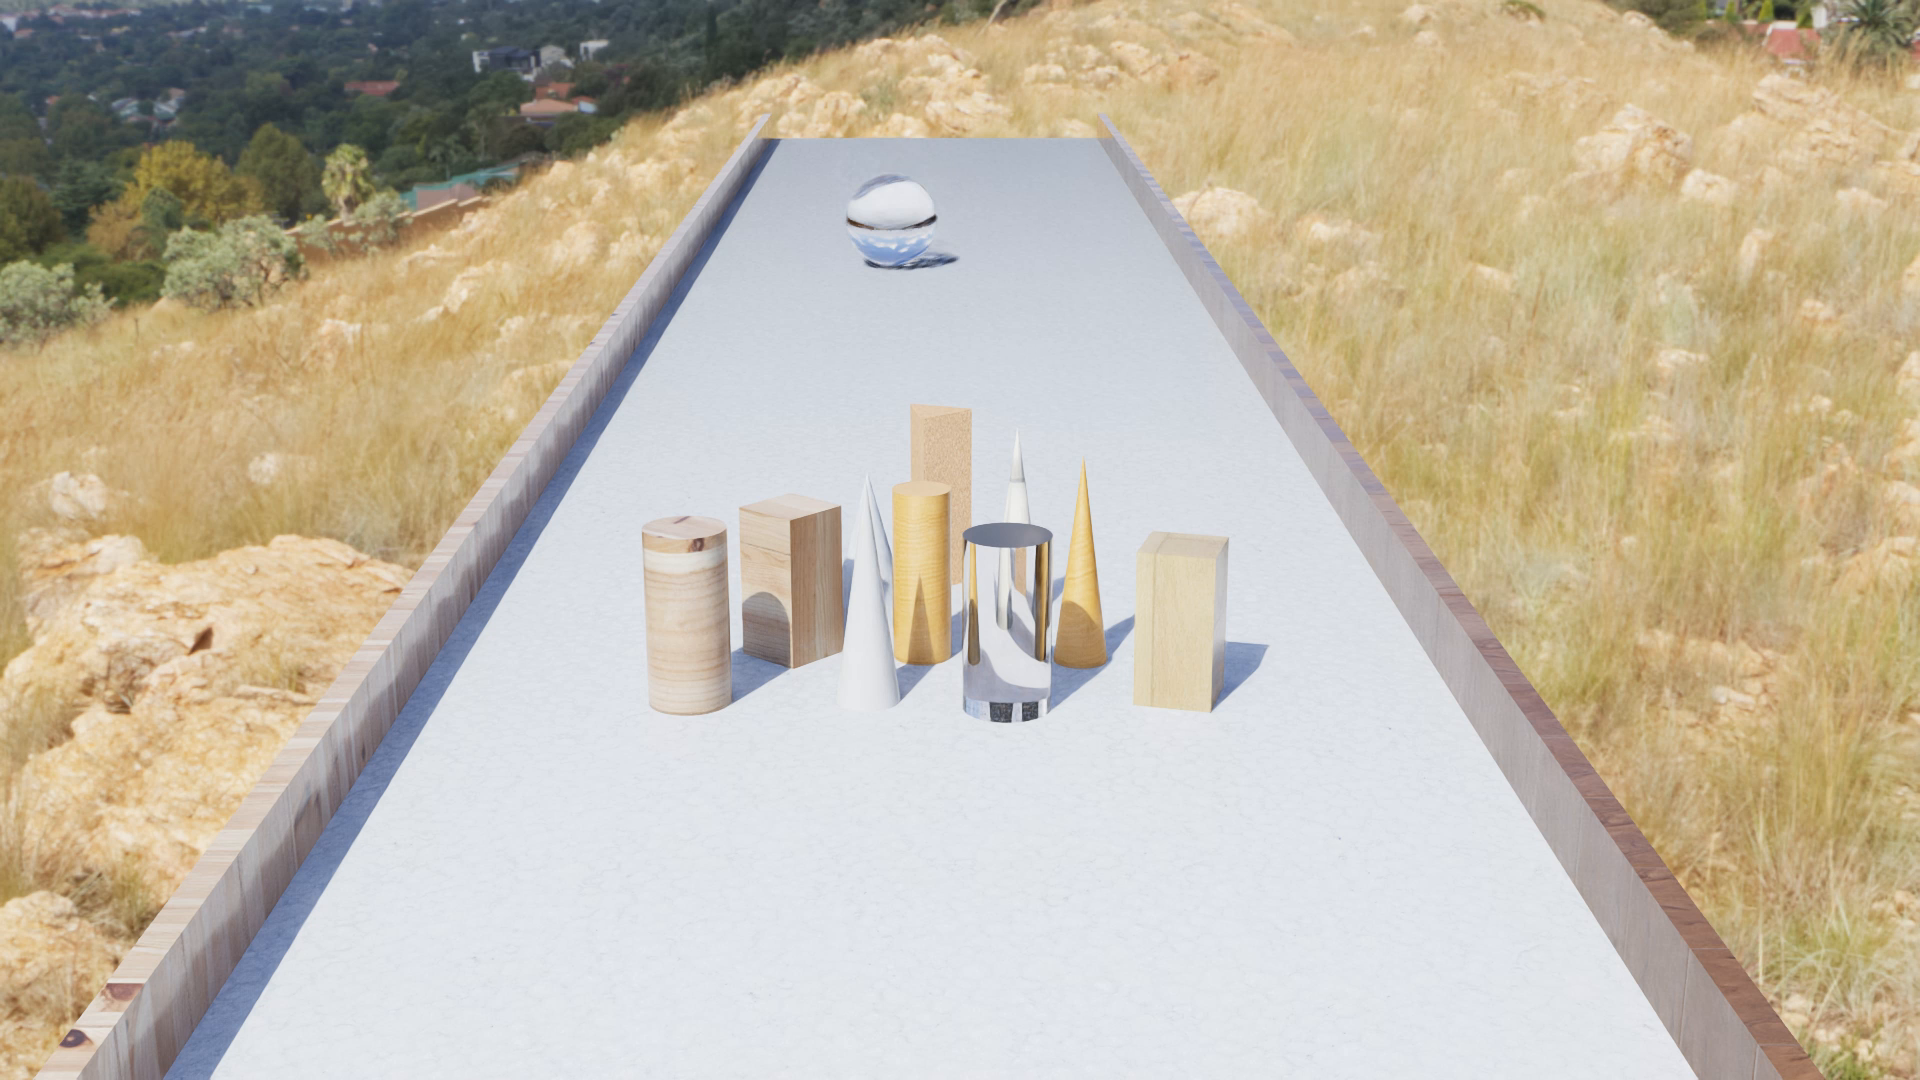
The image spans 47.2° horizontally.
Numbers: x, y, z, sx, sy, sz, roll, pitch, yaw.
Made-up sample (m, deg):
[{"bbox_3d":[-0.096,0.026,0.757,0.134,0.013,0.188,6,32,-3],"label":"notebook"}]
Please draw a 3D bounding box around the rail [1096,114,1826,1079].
[{"bbox_3d":[0.932,-0.844,7.801,0.050,0.150,12.000,0,17,-1],"label":"rail"}]

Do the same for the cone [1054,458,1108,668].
[{"bbox_3d":[0.242,0.035,4.358,0.109,0.427,0.109,0,17,0],"label":"cone"}]

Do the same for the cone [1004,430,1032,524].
[{"bbox_3d":[0.121,-0.042,4.647,0.116,0.411,0.116,0,17,0],"label":"cone"}]

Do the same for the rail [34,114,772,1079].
[{"bbox_3d":[-1.118,-0.838,7.780,0.050,0.150,12.000,0,17,-1],"label":"rail"}]

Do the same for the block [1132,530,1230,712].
[{"bbox_3d":[0.420,0.154,4.179,0.149,0.303,0.149,5,17,15],"label":"block"}]

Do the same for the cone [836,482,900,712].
[{"bbox_3d":[-0.175,0.095,4.137,0.123,0.439,0.123,0,17,0],"label":"cone"}]

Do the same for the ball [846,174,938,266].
[{"bbox_3d":[-0.278,-1.299,8.941,0.373,0.373,0.373,0,17,0],"label":"ball"}]

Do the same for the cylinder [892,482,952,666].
[{"bbox_3d":[-0.076,0.066,4.392,0.118,0.349,0.118,0,17,0],"label":"cylinder"}]

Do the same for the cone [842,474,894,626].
[{"bbox_3d":[-0.193,0.010,4.638,0.172,0.317,0.172,0,17,0],"label":"cone"}]

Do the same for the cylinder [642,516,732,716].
[{"bbox_3d":[-0.514,0.142,4.145,0.158,0.345,0.158,0,17,0],"label":"cylinder"}]

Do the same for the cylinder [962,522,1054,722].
[{"bbox_3d":[0.088,0.153,4.116,0.168,0.339,0.168,0,17,0],"label":"cylinder"}]

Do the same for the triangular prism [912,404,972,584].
[{"bbox_3d":[-0.068,-0.099,4.872,0.141,0.392,0.122,-13,21,-38],"label":"triangular prism"}]

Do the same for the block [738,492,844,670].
[{"bbox_3d":[-0.338,0.080,4.417,0.144,0.307,0.144,14,22,39],"label":"block"}]
